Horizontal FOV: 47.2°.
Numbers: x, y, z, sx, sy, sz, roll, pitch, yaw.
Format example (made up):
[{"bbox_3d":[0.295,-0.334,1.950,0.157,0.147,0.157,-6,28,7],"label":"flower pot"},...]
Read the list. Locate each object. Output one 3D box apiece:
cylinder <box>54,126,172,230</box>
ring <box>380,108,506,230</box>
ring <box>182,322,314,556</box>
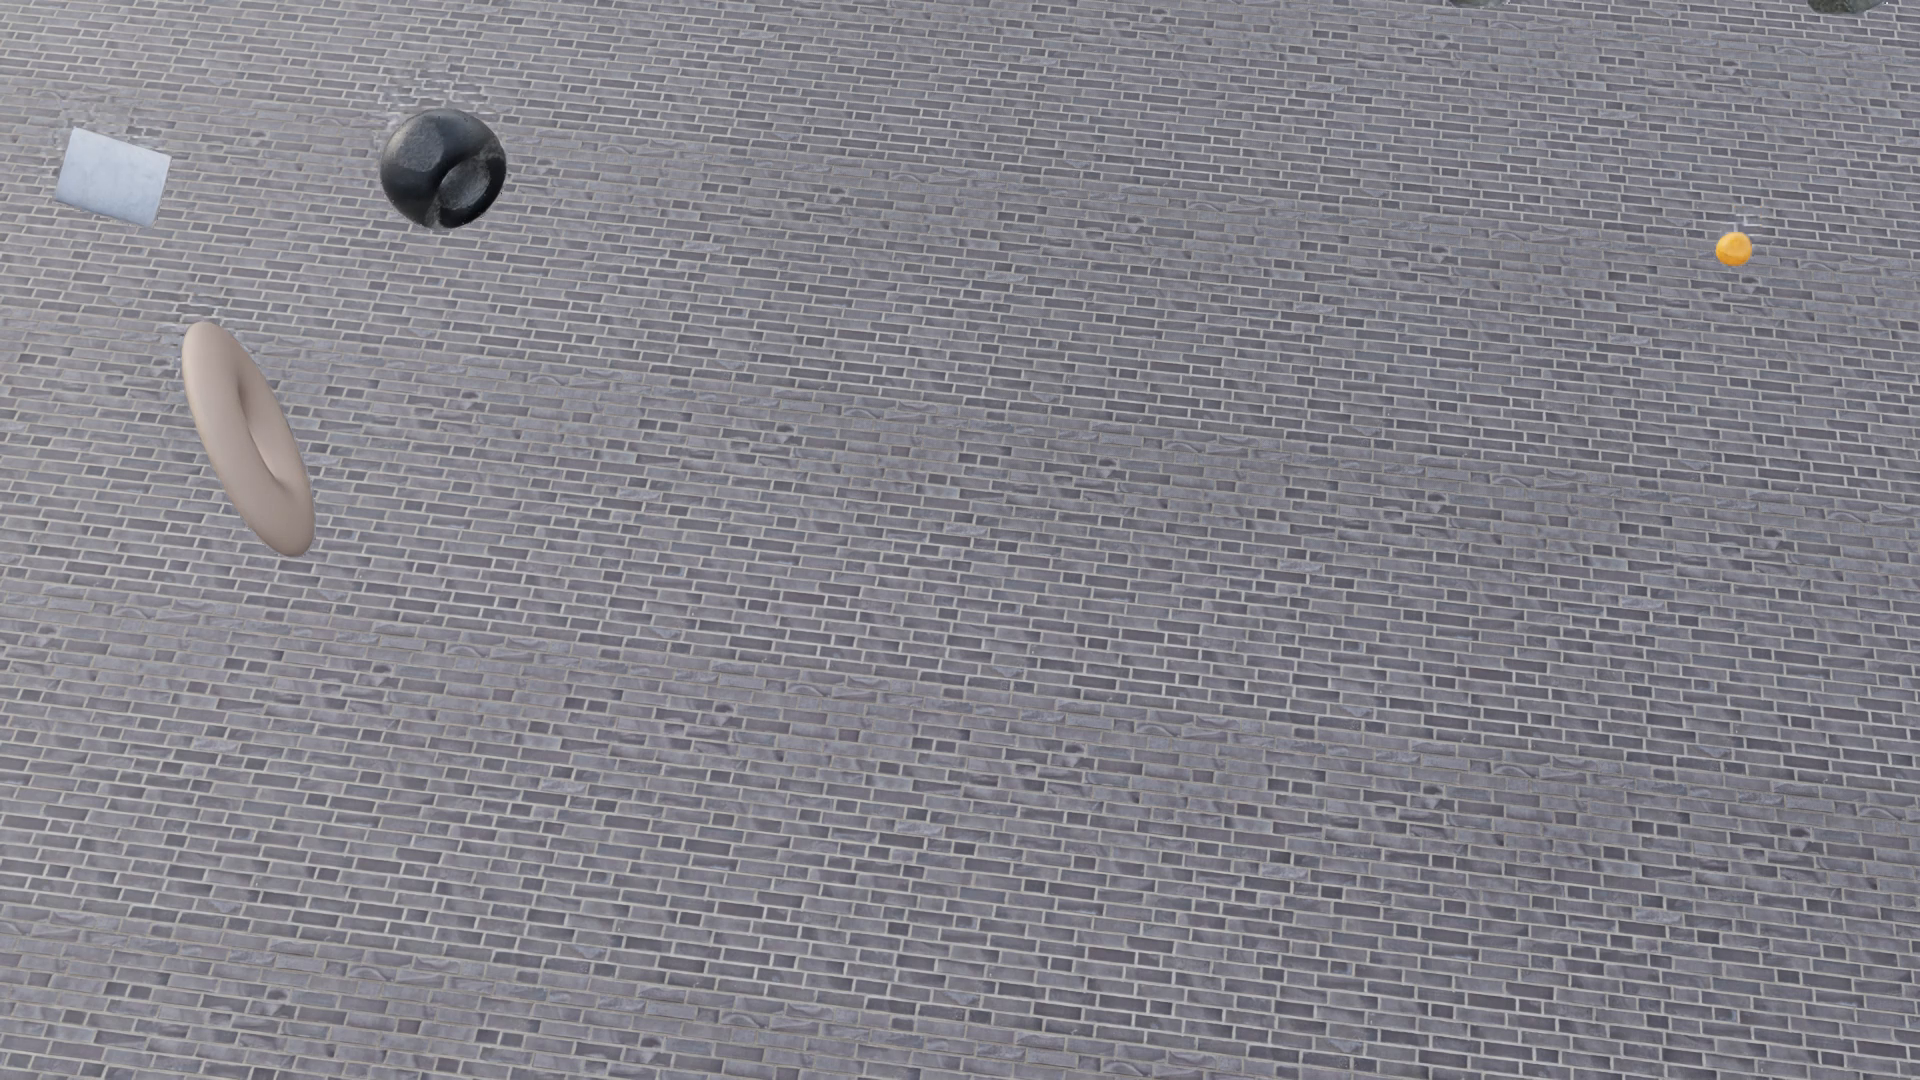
[{"bbox_3d":[-1.507,-0.643,3.911,0.166,0.136,0.136,15,19,-23],"label":"cylinder"},{"bbox_3d":[-0.772,-0.554,3.288,0.105,0.212,0.183,39,101,18],"label":"ring"},{"bbox_3d":[-1.252,-0.177,3.881,0.071,0.514,0.441,-21,89,-4],"label":"ring"}]
